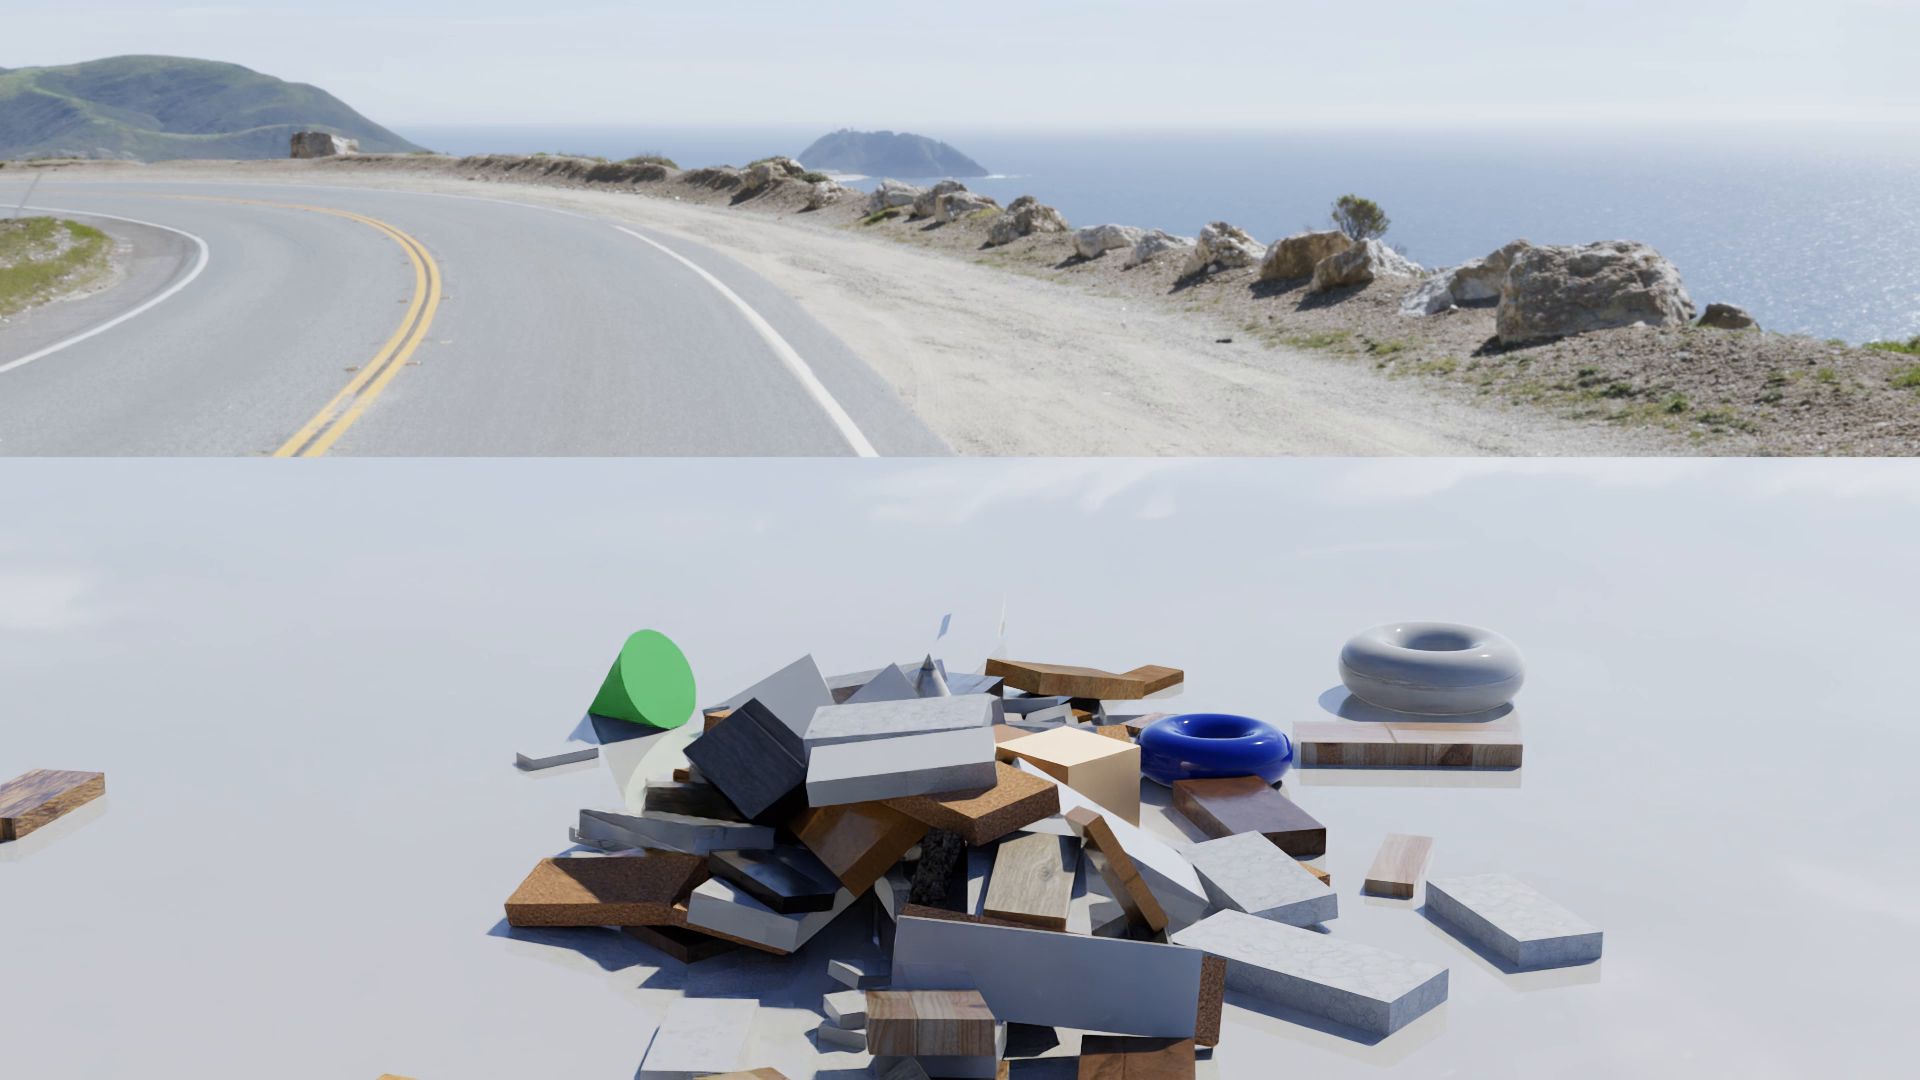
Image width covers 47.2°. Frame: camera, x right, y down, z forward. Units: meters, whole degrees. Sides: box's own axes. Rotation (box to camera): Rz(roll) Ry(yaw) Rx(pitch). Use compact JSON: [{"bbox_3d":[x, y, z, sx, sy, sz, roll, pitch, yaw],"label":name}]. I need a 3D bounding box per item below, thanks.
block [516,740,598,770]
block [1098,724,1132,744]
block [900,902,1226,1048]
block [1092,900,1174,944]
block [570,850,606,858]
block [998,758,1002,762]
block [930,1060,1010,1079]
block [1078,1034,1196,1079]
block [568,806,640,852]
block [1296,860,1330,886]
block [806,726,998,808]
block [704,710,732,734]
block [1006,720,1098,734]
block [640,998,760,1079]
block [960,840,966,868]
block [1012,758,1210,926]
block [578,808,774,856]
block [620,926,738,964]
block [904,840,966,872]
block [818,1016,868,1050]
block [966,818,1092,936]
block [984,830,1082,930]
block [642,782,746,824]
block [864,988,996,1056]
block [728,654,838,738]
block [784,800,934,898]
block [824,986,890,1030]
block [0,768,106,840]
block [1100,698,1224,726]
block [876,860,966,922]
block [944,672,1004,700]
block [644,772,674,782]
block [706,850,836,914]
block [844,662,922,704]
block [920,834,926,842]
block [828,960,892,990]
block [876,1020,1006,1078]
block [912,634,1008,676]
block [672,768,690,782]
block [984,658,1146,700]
[{"bbox_3d":[-0.814,0.434,4.450,0.147,0.021,0.073,-8,13,-37],"label":"block"},{"bbox_3d":[0.299,0.422,4.410,0.090,0.026,0.181,-4,20,-3],"label":"block"},{"bbox_3d":[0.137,0.604,3.050,0.458,0.117,0.033,10,-24,-3],"label":"block"},{"bbox_3d":[0.260,0.617,3.290,0.117,0.033,0.235,-28,10,5],"label":"block"},{"bbox_3d":[-0.637,0.560,3.791,0.054,0.015,0.109,-3,11,-17],"label":"block"},{"bbox_3d":[0.078,0.480,3.811,0.100,0.200,0.028,-10,-29,-44],"label":"block"},{"bbox_3d":[-0.018,0.700,2.758,0.153,0.043,0.305,1,-4,3],"label":"block"},{"bbox_3d":[0.227,0.722,2.838,0.152,0.043,0.304,1,11,5],"label":"block"},{"bbox_3d":[-0.580,0.519,3.877,0.194,0.028,0.097,10,21,24],"label":"block"},{"bbox_3d":[0.545,0.564,3.744,0.081,0.023,0.161,-7,12,-32],"label":"block"},{"bbox_3d":[-0.089,0.353,3.428,0.291,0.041,0.145,-7,16,2],"label":"block"},{"bbox_3d":[-0.320,0.377,4.273,0.321,0.046,0.161,7,1,11],"label":"block"},{"bbox_3d":[0.167,0.379,4.357,0.190,0.027,0.095,0,0,41],"label":"block"},{"bbox_3d":[-0.354,0.693,3.017,0.123,0.035,0.247,0,11,3],"label":"block"},{"bbox_3d":[0.063,0.469,3.538,0.134,0.038,0.268,0,16,-7],"label":"block"},{"bbox_3d":[0.233,0.486,3.559,0.348,0.049,0.174,32,10,-12],"label":"block"},{"bbox_3d":[-0.466,0.477,3.596,0.159,0.045,0.318,9,-7,-43],"label":"block"},{"bbox_3d":[-0.442,0.616,3.456,0.095,0.027,0.190,-9,14,-40],"label":"block"},{"bbox_3d":[-0.011,0.516,3.649,0.134,0.038,0.268,-1,-1,-9],"label":"block"},{"bbox_3d":[-0.127,0.679,3.129,0.077,0.022,0.155,6,12,29],"label":"block"},{"bbox_3d":[0.098,0.519,3.262,0.175,0.050,0.350,2,22,-1],"label":"block"},{"bbox_3d":[0.107,0.498,3.205,0.117,0.033,0.235,5,22,7],"label":"block"},{"bbox_3d":[-0.365,0.481,3.853,0.382,0.100,0.028,4,13,-17],"label":"block"},{"bbox_3d":[-0.043,0.614,2.814,0.153,0.043,0.305,1,-5,-3],"label":"block"},{"bbox_3d":[-0.301,0.333,3.939,0.176,0.050,0.353,-29,24,-3],"label":"block"},{"bbox_3d":[-0.181,0.449,3.611,0.176,0.050,0.353,-43,25,-9],"label":"block"},{"bbox_3d":[-0.108,0.659,3.119,0.155,0.022,0.077,-4,11,-21],"label":"block"},{"bbox_3d":[-1.739,0.490,4.094,0.145,0.041,0.291,2,11,10],"label":"block"},{"bbox_3d":[0.431,0.376,4.726,0.251,0.036,0.126,-1,11,-3],"label":"block"},{"bbox_3d":[-0.034,0.557,3.514,0.175,0.050,0.350,-1,-1,-7],"label":"block"},{"bbox_3d":[-0.029,0.327,4.506,0.161,0.046,0.322,5,8,15],"label":"block"},{"bbox_3d":[-0.501,0.471,4.236,0.194,0.028,0.097,-3,11,-18],"label":"block"},{"bbox_3d":[-0.294,0.528,3.407,0.099,0.028,0.199,4,11,-42],"label":"block"},{"bbox_3d":[-0.110,0.361,3.785,0.176,0.050,0.446,-39,25,-2],"label":"block"},{"bbox_3d":[-0.073,0.481,3.769,0.134,0.038,0.268,-4,-1,-32],"label":"block"},{"bbox_3d":[-0.109,0.640,3.241,0.155,0.022,0.077,9,3,-38],"label":"block"},{"bbox_3d":[-0.021,0.667,2.918,0.153,0.043,0.305,0,-5,4],"label":"block"},{"bbox_3d":[-0.006,0.275,4.915,0.152,0.043,0.358,2,11,13],"label":"block"},{"bbox_3d":[-0.372,0.466,4.046,0.303,0.043,0.152,7,1,42],"label":"block"},{"bbox_3d":[0.232,0.310,4.843,0.336,0.048,0.168,8,2,-44],"label":"block"}]
